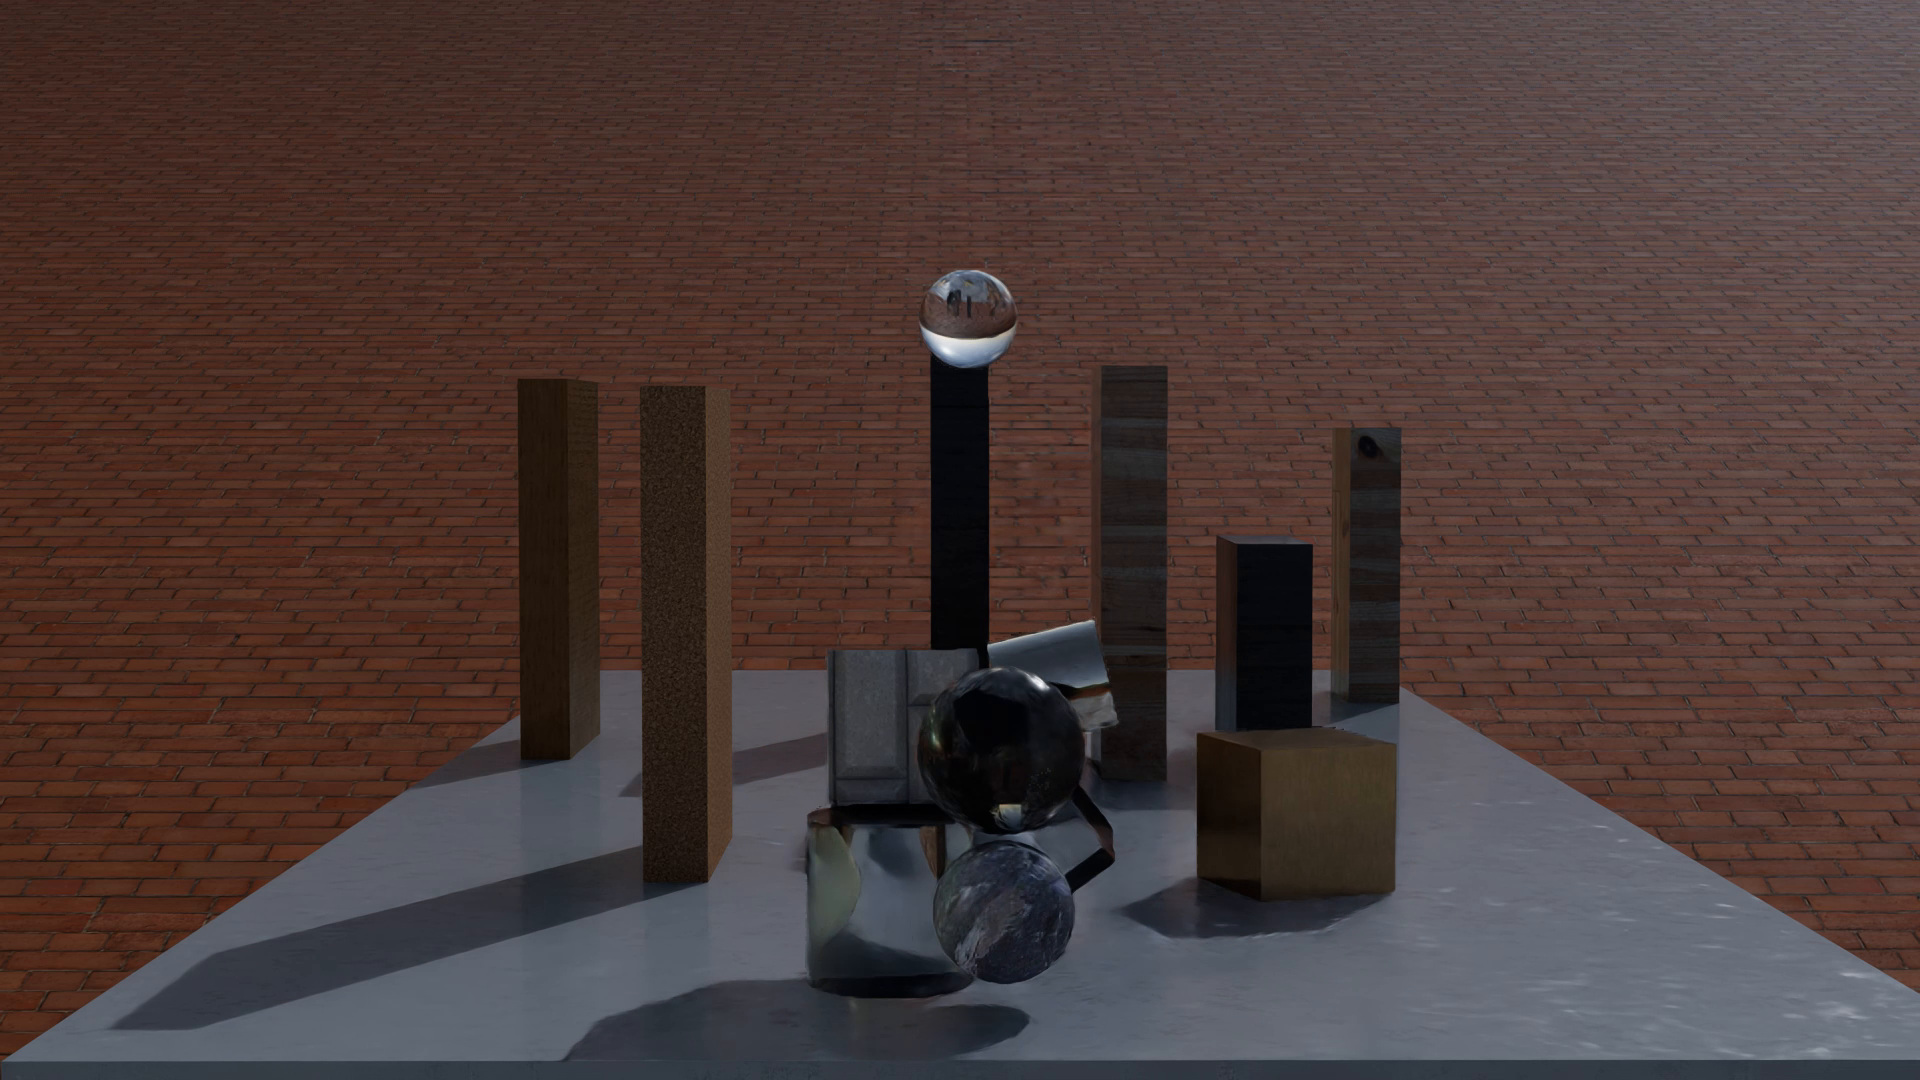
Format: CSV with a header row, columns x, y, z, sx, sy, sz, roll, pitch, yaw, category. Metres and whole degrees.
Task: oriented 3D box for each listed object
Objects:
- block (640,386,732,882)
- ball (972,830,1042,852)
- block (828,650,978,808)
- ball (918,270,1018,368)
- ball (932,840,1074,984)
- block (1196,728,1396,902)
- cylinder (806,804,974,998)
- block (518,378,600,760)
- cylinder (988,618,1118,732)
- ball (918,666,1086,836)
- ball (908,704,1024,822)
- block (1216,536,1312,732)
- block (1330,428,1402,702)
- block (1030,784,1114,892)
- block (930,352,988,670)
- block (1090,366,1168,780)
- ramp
x,y,z,sx,sy,sz,roll,pitch,yaw,category
-0.390,0.121,3.695,0.089,0.678,0.385,0,3,0,block
0.016,0.402,3.060,0.174,0.174,0.174,0,23,0,ball
-0.067,0.223,3.026,0.172,0.172,0.172,0,-8,-2,block
0.009,-0.250,2.916,0.113,0.113,0.113,0,23,0,ball
0.047,0.402,2.778,0.154,0.154,0.154,0,23,0,ball
0.455,0.369,3.495,0.200,0.200,0.200,-1,3,-19,block
-0.079,0.403,2.895,0.187,0.187,0.187,0,3,0,cylinder
-0.775,0.046,4.991,0.092,0.710,0.408,0,3,0,block
0.108,0.167,2.991,0.127,0.127,0.127,-14,23,3,cylinder
0.045,0.231,2.824,0.185,0.185,0.185,0,23,0,ball
-0.001,0.348,3.952,0.200,0.200,0.200,0,23,0,ball
0.572,0.202,4.865,0.137,0.407,0.375,0,3,0,block
0.927,0.051,5.887,0.113,0.616,0.278,0,3,0,block
0.086,0.366,3.220,0.151,0.151,0.151,-37,7,8,block
-0.001,-0.009,5.437,0.118,0.778,0.312,0,3,0,block
0.304,0.051,4.666,0.115,0.727,0.335,0,3,0,block
0.052,0.471,4.535,2.000,0.100,4.000,0,3,0,ramp
